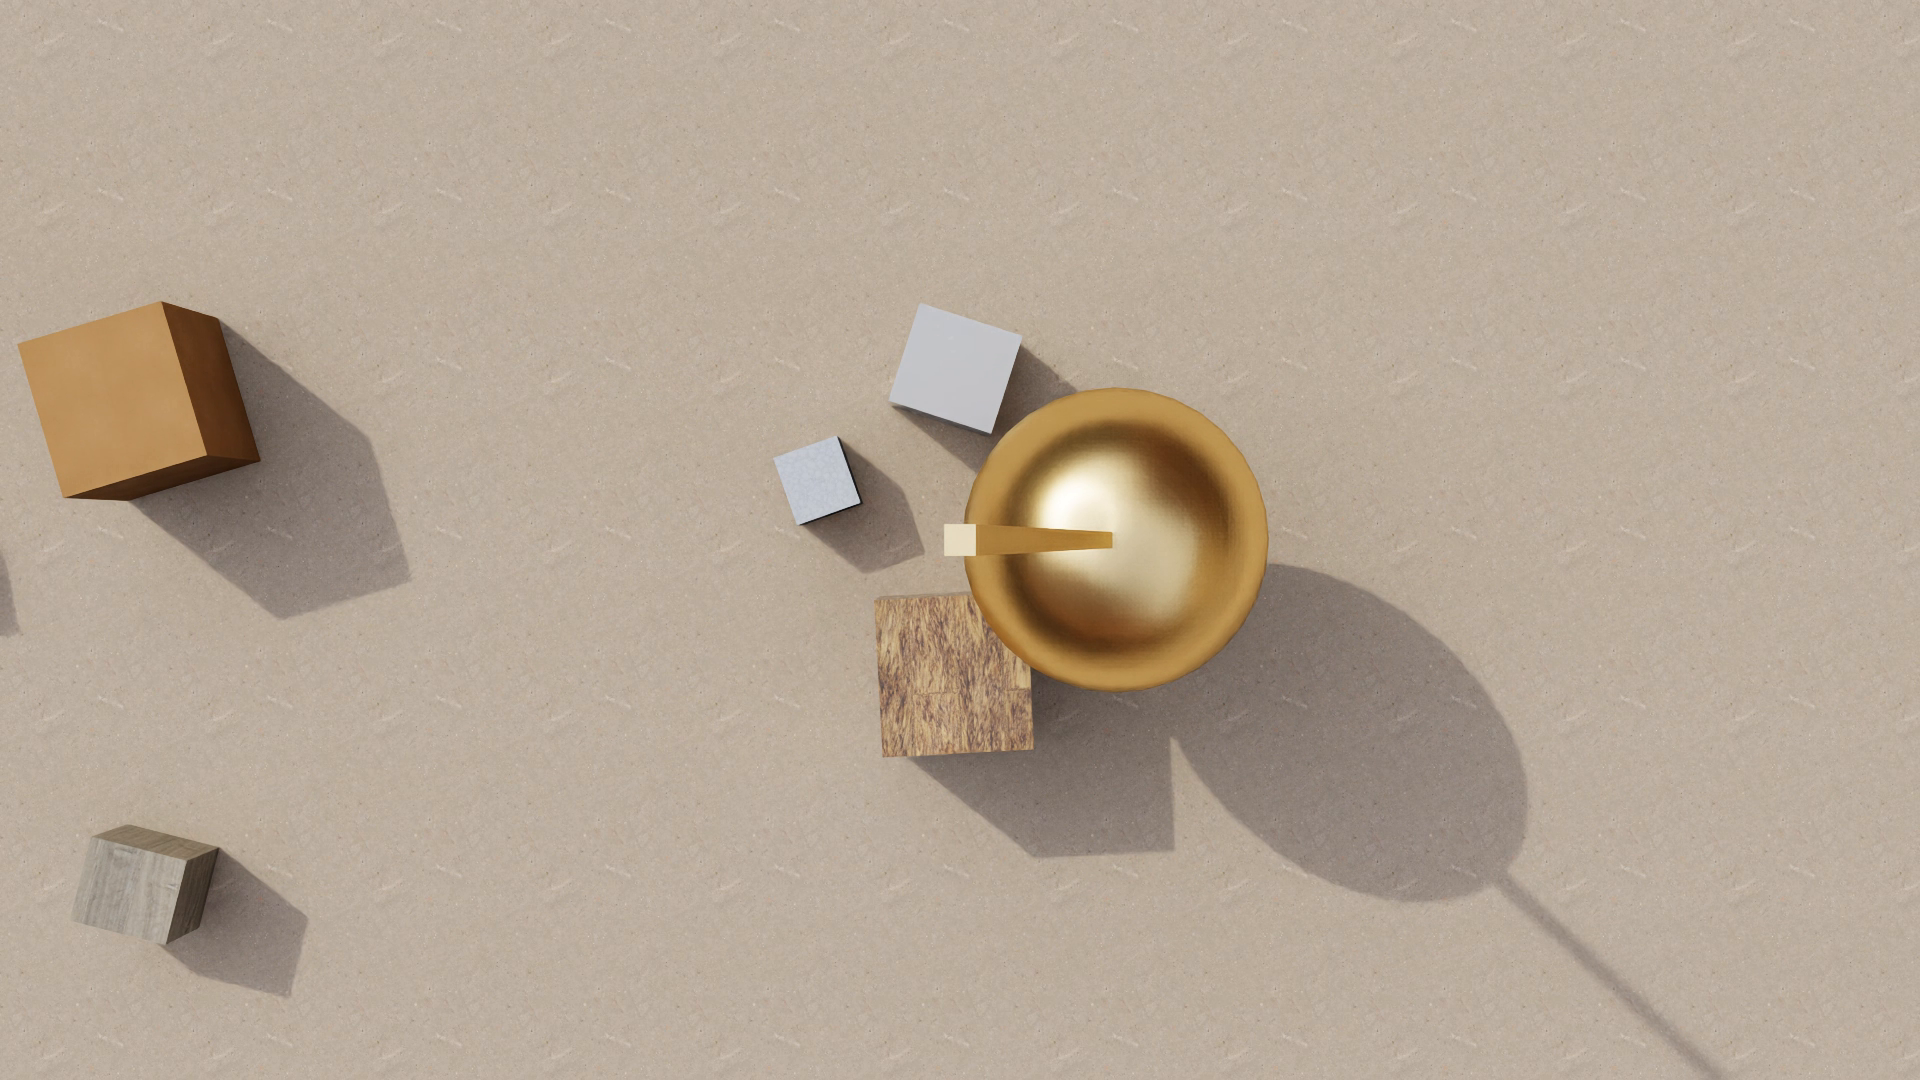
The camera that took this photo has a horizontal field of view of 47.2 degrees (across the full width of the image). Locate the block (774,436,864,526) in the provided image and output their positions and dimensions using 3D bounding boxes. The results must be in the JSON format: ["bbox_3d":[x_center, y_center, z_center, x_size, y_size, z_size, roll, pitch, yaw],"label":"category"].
[{"bbox_3d":[-0.821,-0.342,12.807,0.386,0.386,0.409,-20,90,0],"label":"block"}]

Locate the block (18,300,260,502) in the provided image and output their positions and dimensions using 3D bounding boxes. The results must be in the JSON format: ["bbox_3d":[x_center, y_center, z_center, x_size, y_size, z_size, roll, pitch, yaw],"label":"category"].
[{"bbox_3d":[-4.654,-0.771,12.535,0.824,0.931,0.883,-17,90,0],"label":"block"}]

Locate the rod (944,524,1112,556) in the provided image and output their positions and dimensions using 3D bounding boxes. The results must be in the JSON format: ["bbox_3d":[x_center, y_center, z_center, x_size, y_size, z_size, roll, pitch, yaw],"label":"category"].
[{"bbox_3d":[0.351,0.000,8.135,0.080,5.200,0.080,0,90,8],"label":"rod"}]

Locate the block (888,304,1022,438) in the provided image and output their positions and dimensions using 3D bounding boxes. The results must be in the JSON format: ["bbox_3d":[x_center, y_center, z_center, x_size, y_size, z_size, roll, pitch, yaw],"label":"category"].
[{"bbox_3d":[-0.026,-0.975,12.738,0.613,0.524,0.582,18,90,0],"label":"block"}]

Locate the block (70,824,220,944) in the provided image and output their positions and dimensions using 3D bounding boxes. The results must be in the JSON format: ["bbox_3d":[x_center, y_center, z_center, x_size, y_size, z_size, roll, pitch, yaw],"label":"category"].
[{"bbox_3d":[-4.709,1.986,12.725,0.560,0.550,0.491,14,90,0],"label":"block"}]

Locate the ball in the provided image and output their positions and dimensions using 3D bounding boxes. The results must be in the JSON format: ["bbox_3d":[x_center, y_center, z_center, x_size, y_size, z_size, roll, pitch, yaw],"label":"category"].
[{"bbox_3d":[0.810,0.000,11.504,1.600,1.600,1.600,0,90,0],"label":"ball"}]

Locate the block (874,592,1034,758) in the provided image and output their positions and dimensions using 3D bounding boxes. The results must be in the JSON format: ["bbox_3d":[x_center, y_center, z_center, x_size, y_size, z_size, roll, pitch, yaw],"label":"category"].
[{"bbox_3d":[-0.032,0.742,12.551,0.836,0.898,0.866,-3,90,0],"label":"block"}]
